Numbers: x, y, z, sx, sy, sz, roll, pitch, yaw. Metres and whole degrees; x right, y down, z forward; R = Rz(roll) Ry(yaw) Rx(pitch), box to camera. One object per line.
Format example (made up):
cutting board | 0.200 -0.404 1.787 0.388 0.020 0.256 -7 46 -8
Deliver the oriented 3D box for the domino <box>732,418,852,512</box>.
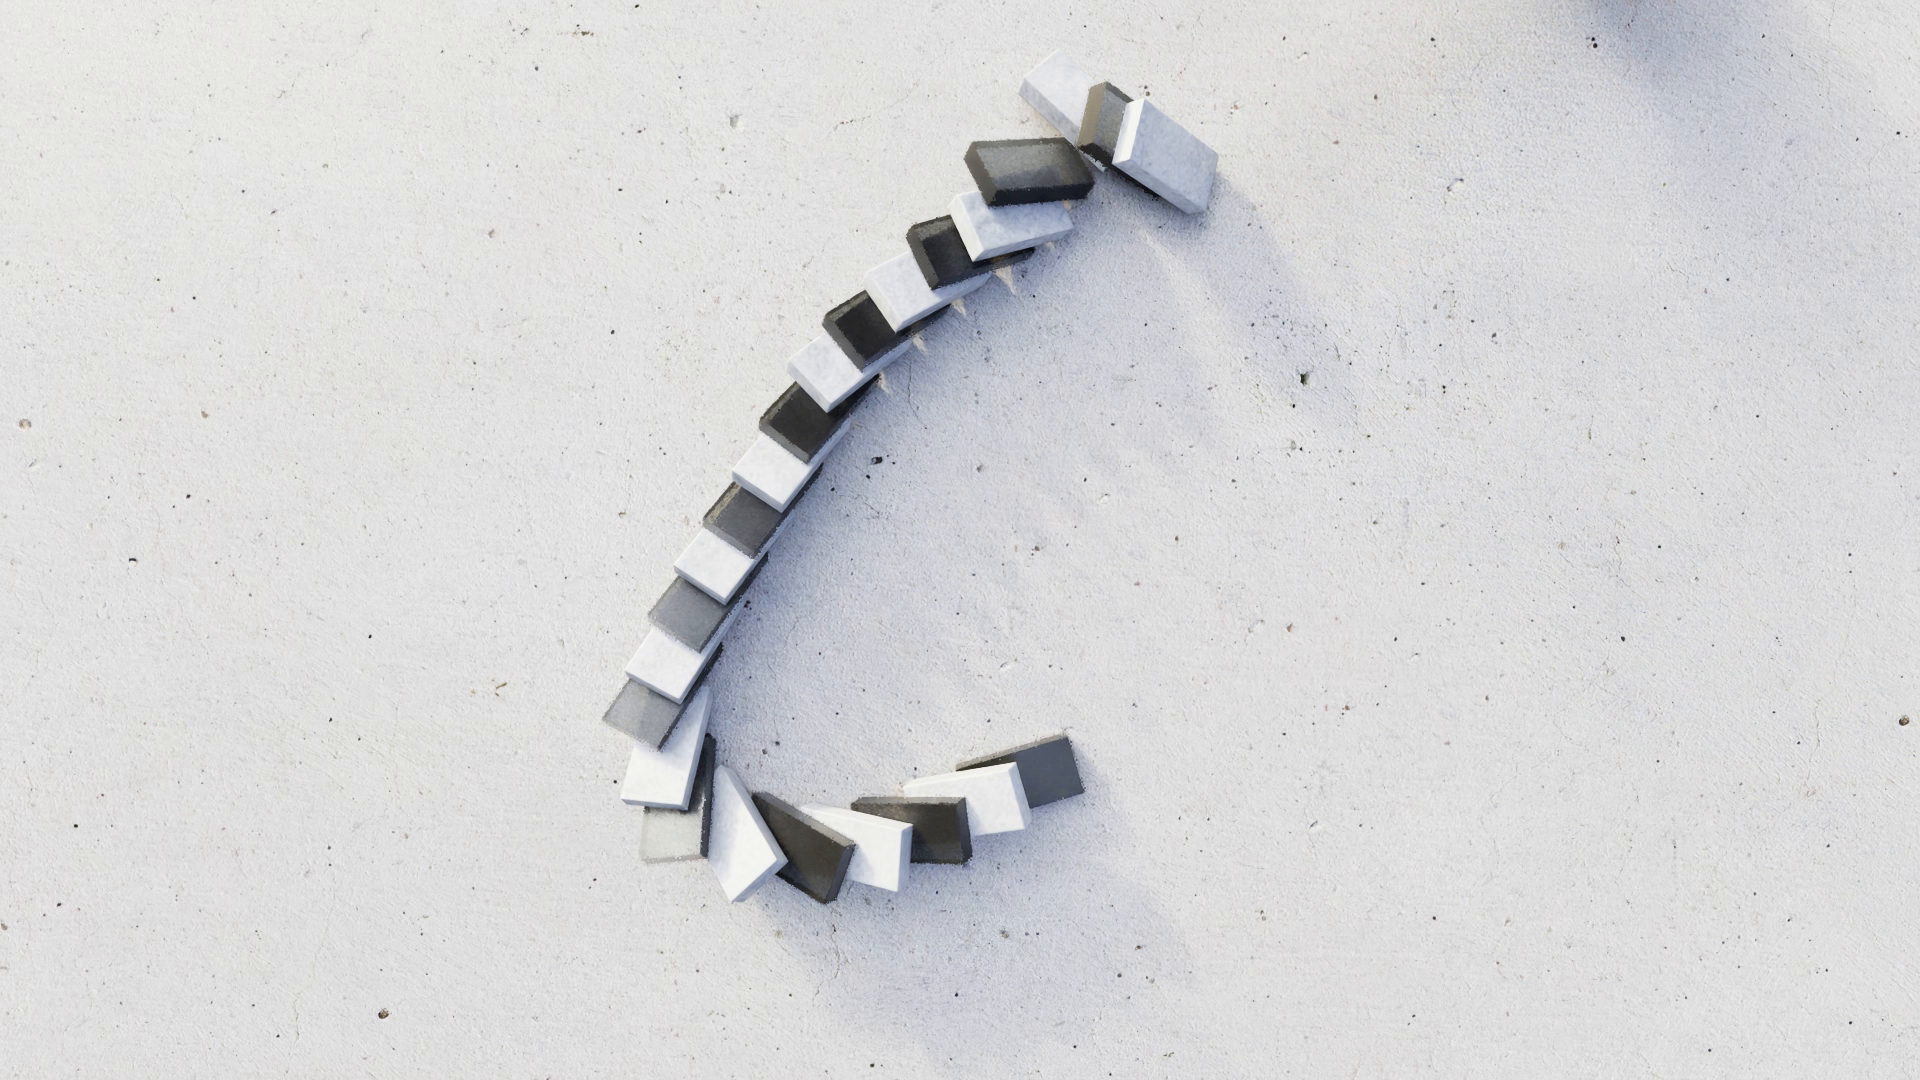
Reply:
domino | -0.070 -0.038 0.385 0.025 0.010 0.050 34 65 0

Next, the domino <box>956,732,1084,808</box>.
domino | 0.025 0.103 0.395 0.050 0.010 0.025 -16 90 0

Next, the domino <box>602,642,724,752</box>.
domino | -0.124 0.060 0.384 0.025 0.009 0.050 27 63 1

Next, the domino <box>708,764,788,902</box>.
domino | -0.095 0.122 0.383 0.025 0.010 0.050 -42 60 0

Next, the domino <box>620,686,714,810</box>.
domino | -0.122 0.085 0.383 0.025 0.010 0.050 5 60 2

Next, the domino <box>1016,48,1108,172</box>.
domino | 0.052 -0.183 0.391 0.050 0.009 0.025 43 67 0

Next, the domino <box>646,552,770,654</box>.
domino | -0.105 0.020 0.385 0.025 0.010 0.050 32 63 0

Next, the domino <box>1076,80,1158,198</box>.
domino | 0.072 -0.165 0.381 0.050 0.010 0.025 13 90 -38

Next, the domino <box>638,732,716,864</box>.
domino | -0.117 0.107 0.383 0.025 0.010 0.050 -6 59 3

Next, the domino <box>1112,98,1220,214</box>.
domino | 0.086 -0.158 0.381 0.050 0.010 0.025 14 90 -38

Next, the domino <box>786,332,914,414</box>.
domino | -0.046 -0.078 0.385 0.025 0.009 0.050 46 64 0

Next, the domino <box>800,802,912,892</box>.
domino | -0.045 0.128 0.385 0.050 0.009 0.025 4 90 26

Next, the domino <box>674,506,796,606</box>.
domino | -0.094 0.000 0.385 0.025 0.009 0.050 33 64 0

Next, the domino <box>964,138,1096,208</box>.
domino | 0.029 -0.153 0.381 0.050 0.009 0.025 -16 73 -28

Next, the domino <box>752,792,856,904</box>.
domino | -0.070 0.128 0.385 0.050 0.009 0.025 20 90 27

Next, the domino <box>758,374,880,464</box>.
domino | -0.059 -0.058 0.385 0.025 0.010 0.050 37 65 0

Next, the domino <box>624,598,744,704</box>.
domino | -0.115 0.040 0.384 0.025 0.009 0.050 28 63 0

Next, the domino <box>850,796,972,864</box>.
domino | -0.021 0.122 0.385 0.050 0.009 0.025 -8 90 24

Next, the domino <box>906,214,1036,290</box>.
domino | 0.005 -0.125 0.385 0.050 0.010 0.025 -25 90 -26

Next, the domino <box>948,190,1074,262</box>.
domino | 0.022 -0.135 0.383 0.050 0.009 0.025 -24 89 -30

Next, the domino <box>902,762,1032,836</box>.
domino | 0.003 0.111 0.385 0.050 0.009 0.025 -16 90 25

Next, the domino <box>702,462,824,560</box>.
domino | -0.082 -0.019 0.385 0.025 0.010 0.050 34 64 0

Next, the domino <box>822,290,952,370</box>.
domino | -0.030 -0.095 0.385 0.050 0.009 0.025 -39 90 -26

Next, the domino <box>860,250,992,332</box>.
domino | -0.014 -0.110 0.385 0.050 0.009 0.025 -35 90 -26
